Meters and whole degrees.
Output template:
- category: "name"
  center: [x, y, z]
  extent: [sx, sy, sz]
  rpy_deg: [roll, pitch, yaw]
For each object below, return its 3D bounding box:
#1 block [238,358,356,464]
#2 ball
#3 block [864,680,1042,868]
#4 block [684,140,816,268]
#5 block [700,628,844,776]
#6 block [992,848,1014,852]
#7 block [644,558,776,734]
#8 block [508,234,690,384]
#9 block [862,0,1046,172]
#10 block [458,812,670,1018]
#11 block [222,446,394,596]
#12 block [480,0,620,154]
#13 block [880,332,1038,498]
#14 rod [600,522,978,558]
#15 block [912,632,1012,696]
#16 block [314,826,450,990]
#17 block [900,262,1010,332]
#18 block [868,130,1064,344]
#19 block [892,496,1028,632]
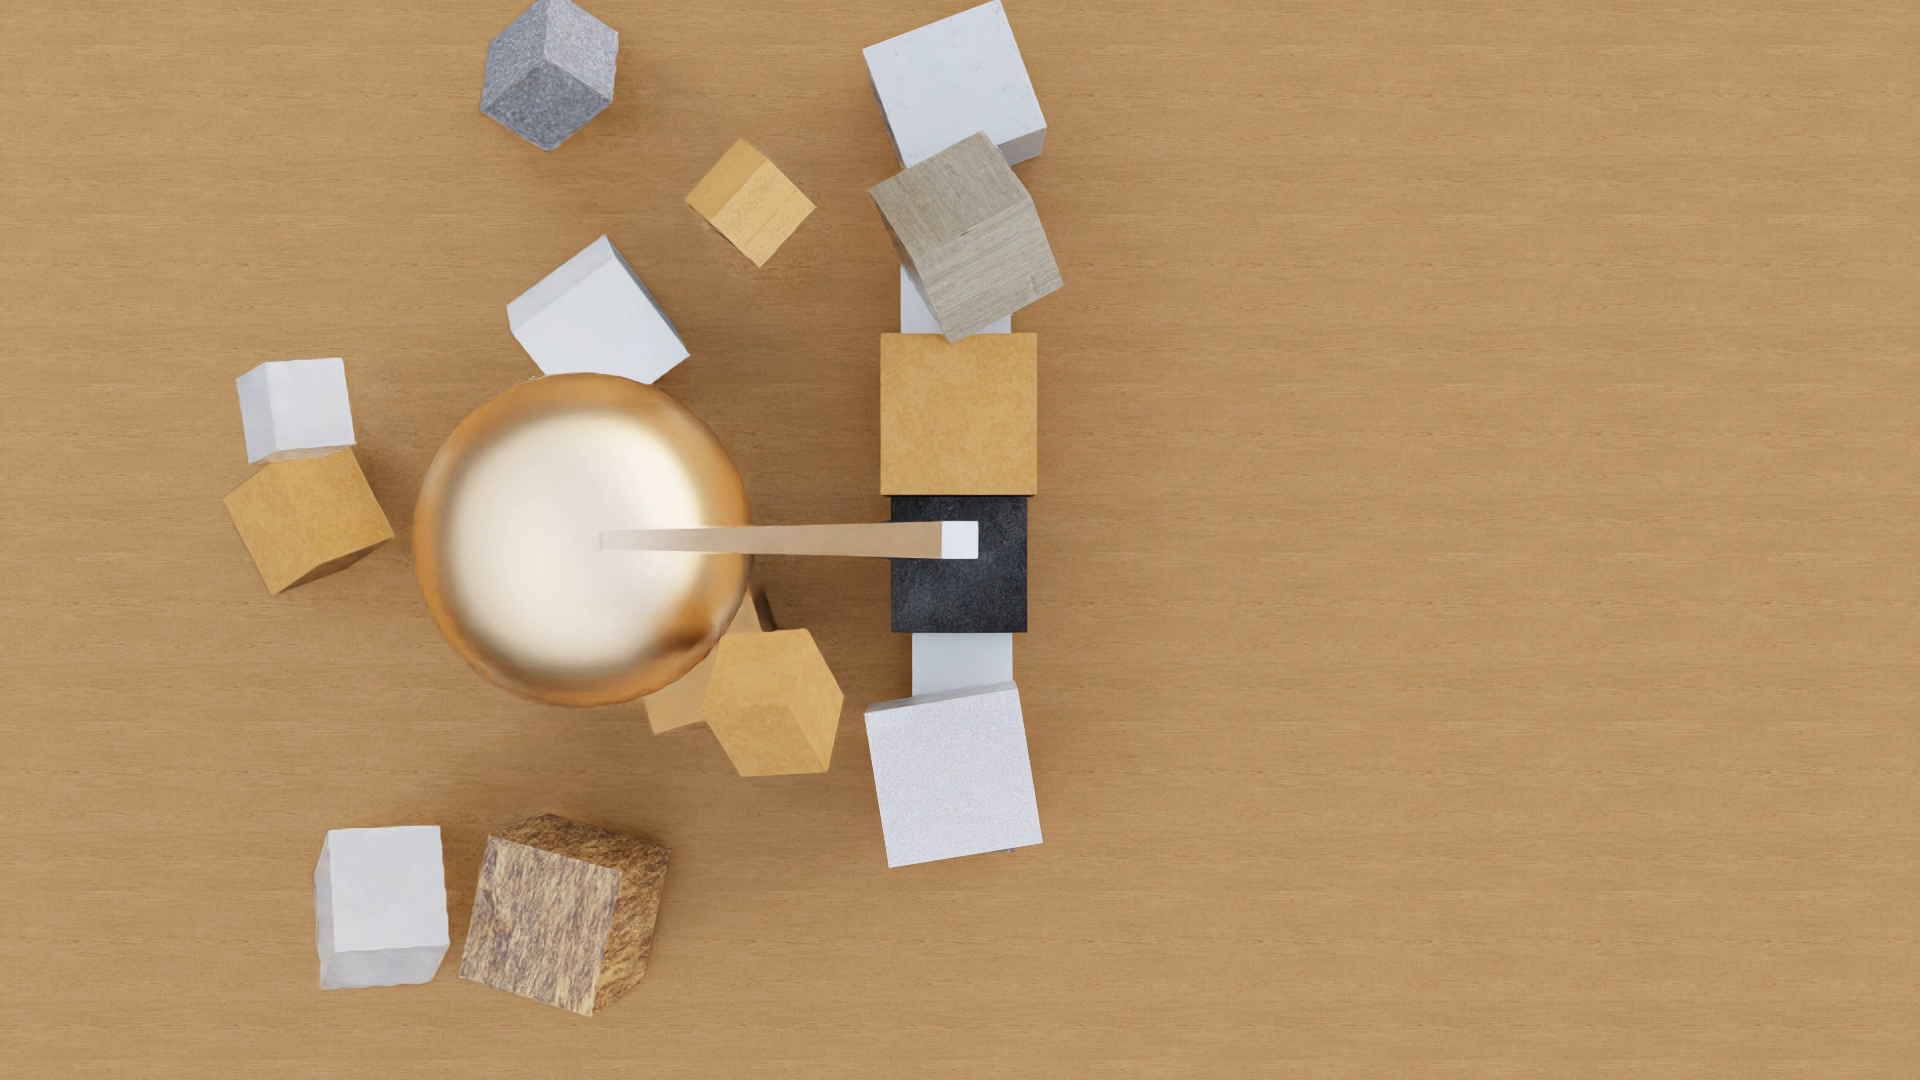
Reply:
- category: "block"
  center: [-3.411, -0.661, 11.293]
  extent: [0.403, 0.456, 0.446]
  rpy_deg: [-8, 87, -36]
- category: "ball"
  center: [-1.781, 0.000, 10.447]
  extent: [1.600, 1.600, 1.600]
  rpy_deg: [0, 90, 0]
- category: "block"
  center: [-0.035, 1.259, 11.969]
  extent: [0.823, 0.696, 0.826]
  rpy_deg: [-9, 90, 0]
- category: "block"
  center: [-1.064, -1.704, 11.122]
  extent: [0.423, 0.431, 0.365]
  rpy_deg: [-48, 124, 0]
- category: "block"
  center: [-0.865, 0.760, 10.227]
  extent: [0.433, 0.516, 0.442]
  rpy_deg: [-5, 48, 18]
- category: "block"
  center: [-0.005, 1.427, 12.659]
  extent: [0.621, 0.683, 0.642]
  rpy_deg: [0, 90, 0]
- category: "block"
  center: [-1.466, 0.554, 12.595]
  extent: [0.737, 0.802, 0.873]
  rpy_deg: [-17, 90, 1]
- category: "block"
  center: [-2.071, -1.197, 12.548]
  extent: [0.705, 0.688, 0.696]
  rpy_deg: [-36, 113, 0]
- category: "block"
  center: [-0.029, -2.492, 12.560]
  extent: [0.806, 0.879, 0.755]
  rpy_deg: [-20, 90, 0]
- category: "block"
  center: [-2.235, 2.112, 12.504]
  extent: [0.805, 0.777, 0.830]
  rpy_deg: [14, 95, 12]
- category: "block"
  center: [-3.733, -0.128, 12.621]
  extent: [0.516, 0.559, 0.624]
  rpy_deg: [-27, 90, 37]
- category: "block"
  center: [-2.335, -2.667, 12.537]
  extent: [0.581, 0.482, 0.547]
  rpy_deg: [-29, 47, 35]
- category: "block"
  center: [-0.006, -0.693, 12.536]
  extent: [0.860, 0.928, 0.886]
  rpy_deg: [0, 90, 0]
- category: "rod"
  center: [-0.772, 0.000, 7.200]
  extent: [0.080, 5.200, 0.080]
  rpy_deg: [0, 90, -17]
- category: "block"
  center: [0.013, 0.812, 12.736]
  extent: [0.567, 0.528, 0.568]
  rpy_deg: [0, 90, 0]
- category: "block"
  center: [-3.215, 2.040, 12.205]
  extent: [0.601, 0.650, 0.692]
  rpy_deg: [1, 61, -23]
- category: "block"
  center: [-0.026, -1.444, 12.735]
  extent: [0.624, 0.527, 0.599]
  rpy_deg: [0, 90, 0]
- category: "block"
  center: [0.036, -1.650, 11.988]
  extent: [0.703, 0.673, 0.681]
  rpy_deg: [-28, 47, -2]
- category: "block"
  center: [-0.004, 0.138, 12.652]
  extent: [0.762, 0.697, 0.760]
  rpy_deg: [0, 90, 0]
